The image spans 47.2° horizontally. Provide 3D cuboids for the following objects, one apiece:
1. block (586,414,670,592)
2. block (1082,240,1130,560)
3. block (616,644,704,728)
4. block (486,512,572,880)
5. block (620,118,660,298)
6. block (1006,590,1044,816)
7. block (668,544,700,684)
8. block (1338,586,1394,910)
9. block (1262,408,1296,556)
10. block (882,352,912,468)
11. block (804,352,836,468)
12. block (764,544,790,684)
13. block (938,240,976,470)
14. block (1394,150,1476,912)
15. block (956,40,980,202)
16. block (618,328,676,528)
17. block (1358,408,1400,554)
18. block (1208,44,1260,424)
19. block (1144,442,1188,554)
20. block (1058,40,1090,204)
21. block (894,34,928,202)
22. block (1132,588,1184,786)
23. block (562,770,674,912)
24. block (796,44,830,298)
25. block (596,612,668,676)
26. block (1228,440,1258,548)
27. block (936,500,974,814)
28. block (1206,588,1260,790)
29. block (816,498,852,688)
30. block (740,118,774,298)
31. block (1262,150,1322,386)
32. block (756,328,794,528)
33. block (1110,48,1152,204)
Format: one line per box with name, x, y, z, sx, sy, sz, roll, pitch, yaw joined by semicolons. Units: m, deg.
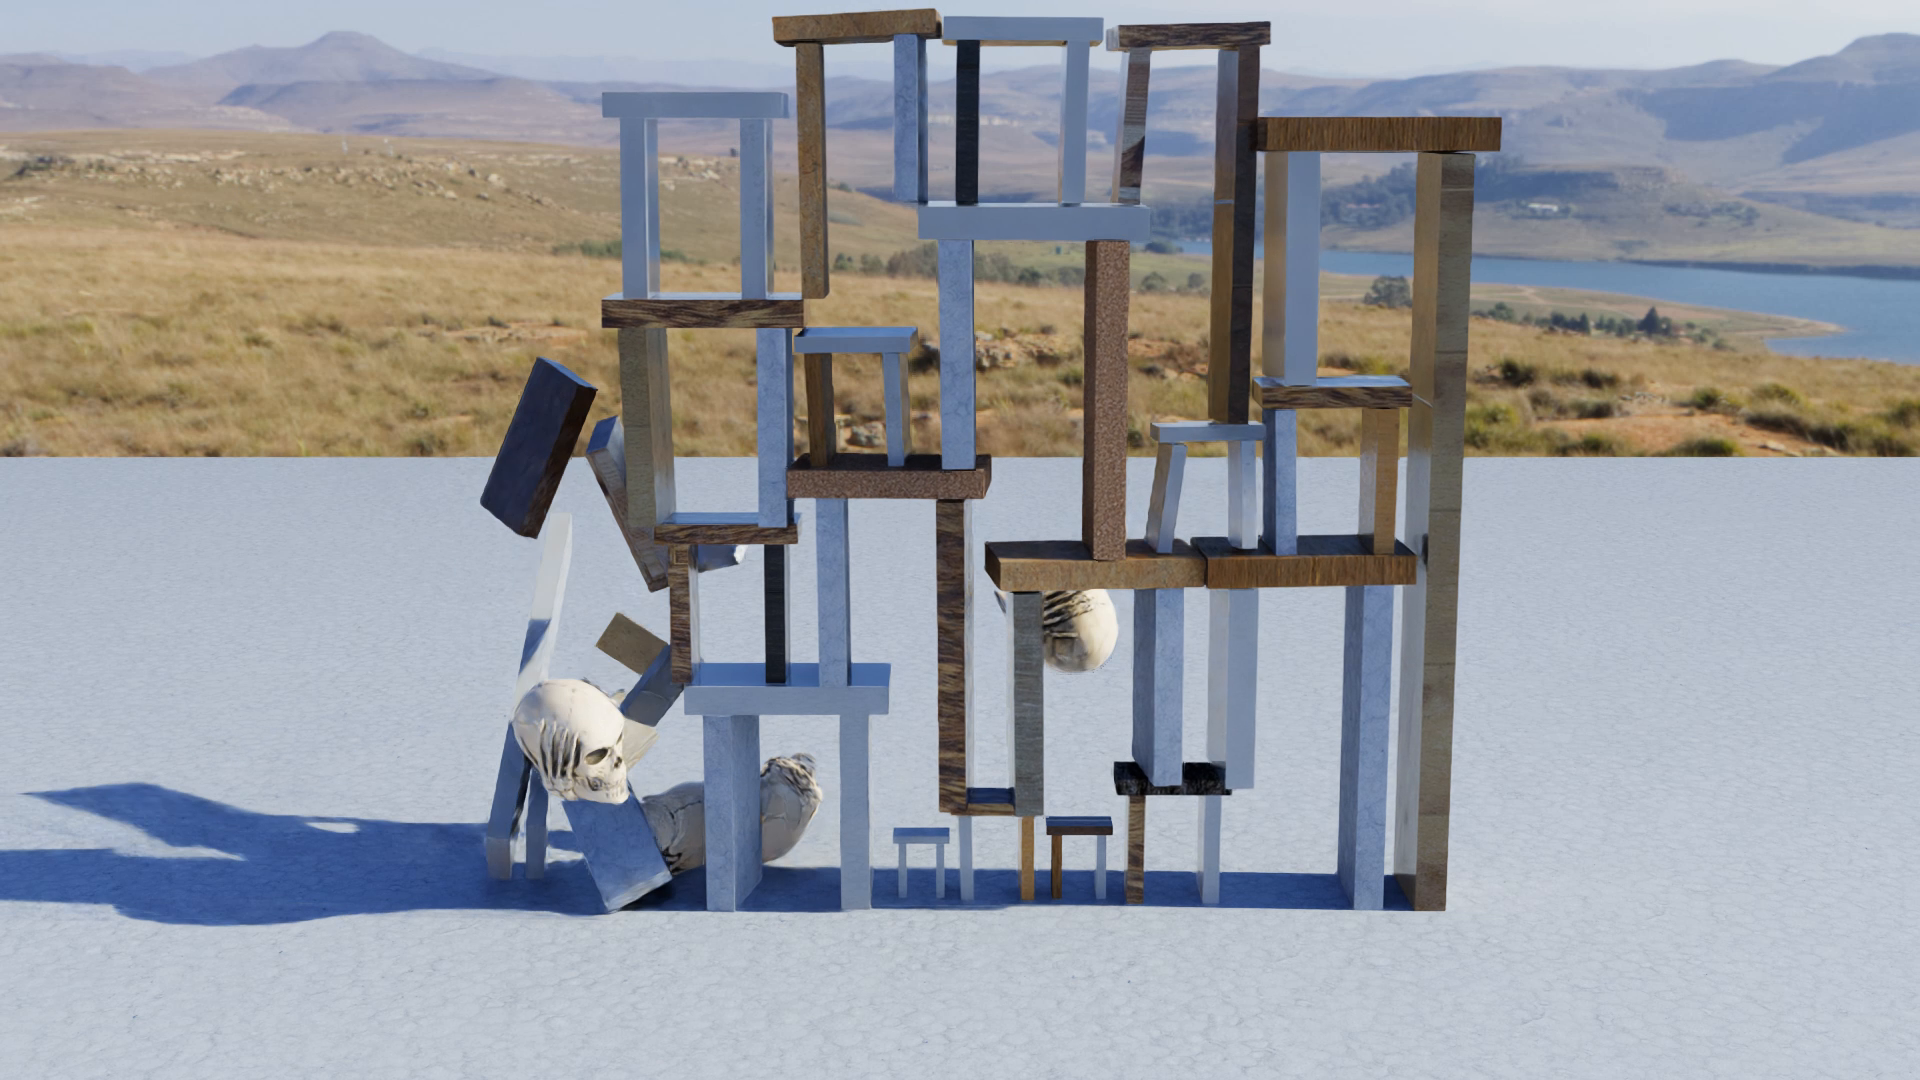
block;-0.539;-0.060;3.636;0.038;0.266;0.133;-18;25;8
block;0.230;-0.229;3.485;0.050;0.495;0.177;-1;11;-3
block;-0.504;0.246;3.703;0.074;0.149;0.021;25;20;-44
block;-0.760;0.262;3.902;0.038;0.133;0.697;7;51;-5
block;-0.504;-0.524;3.466;0.039;0.276;0.138;0;11;0
block;0.105;0.245;3.570;0.046;0.370;0.163;-2;14;-3
block;-0.449;0.109;3.584;0.032;0.228;0.114;0;11;1
block;0.665;0.320;3.614;0.047;0.546;0.166;0;12;0
block;0.509;-0.103;3.501;0.033;0.234;0.117;-2;12;-2
block;-0.099;-0.214;3.477;0.026;0.182;0.091;0;16;7
block;-0.221;-0.214;3.488;0.026;0.182;0.091;0;15;7
block;-0.297;0.108;3.584;0.032;0.228;0.114;0;11;0
block;-0.003;-0.299;3.467;0.050;0.354;0.177;-1;11;2
block;0.761;-0.008;3.549;0.050;1.216;0.178;-1;12;0
block;0.012;-0.647;3.411;0.034;0.243;0.122;1;8;1
block;-0.500;-0.189;3.526;0.044;0.314;0.157;-1;11;4
block;0.667;-0.104;3.504;0.033;0.234;0.117;-1;13;-2
block;0.429;-0.477;3.455;0.033;0.581;0.117;-1;8;-9
block;0.329;-0.073;3.524;0.024;0.175;0.085;6;11;-10
block;0.175;-0.646;3.410;0.034;0.243;0.121;1;8;-1
block;-0.076;-0.653;3.421;0.035;0.249;0.125;1;7;6
block;0.322;0.220;3.586;0.046;0.327;0.163;-2;12;-8
block;-0.569;0.496;3.640;0.114;0.032;0.229;-28;50;-6
block;-0.231;-0.578;3.450;0.035;0.388;0.125;-1;11;0
block;-0.576;0.201;3.974;0.148;0.074;0.021;32;-6;5
block;0.448;-0.073;3.488;0.024;0.169;0.085;-1;2;-7
block;-0.007;0.173;3.565;0.044;0.514;0.155;1;14;5
block;0.442;0.220;3.576;0.047;0.332;0.166;-1;12;-4
block;-0.205;0.069;3.567;0.044;0.310;0.155;-1;11;0
block;-0.319;-0.524;3.466;0.039;0.276;0.138;0;11;0
block;0.518;-0.429;3.446;0.050;0.356;0.178;-1;10;-3
block;-0.295;-0.189;3.524;0.044;0.314;0.157;0;11;0
block;0.265;-0.640;3.412;0.033;0.235;0.117;3;9;-2
